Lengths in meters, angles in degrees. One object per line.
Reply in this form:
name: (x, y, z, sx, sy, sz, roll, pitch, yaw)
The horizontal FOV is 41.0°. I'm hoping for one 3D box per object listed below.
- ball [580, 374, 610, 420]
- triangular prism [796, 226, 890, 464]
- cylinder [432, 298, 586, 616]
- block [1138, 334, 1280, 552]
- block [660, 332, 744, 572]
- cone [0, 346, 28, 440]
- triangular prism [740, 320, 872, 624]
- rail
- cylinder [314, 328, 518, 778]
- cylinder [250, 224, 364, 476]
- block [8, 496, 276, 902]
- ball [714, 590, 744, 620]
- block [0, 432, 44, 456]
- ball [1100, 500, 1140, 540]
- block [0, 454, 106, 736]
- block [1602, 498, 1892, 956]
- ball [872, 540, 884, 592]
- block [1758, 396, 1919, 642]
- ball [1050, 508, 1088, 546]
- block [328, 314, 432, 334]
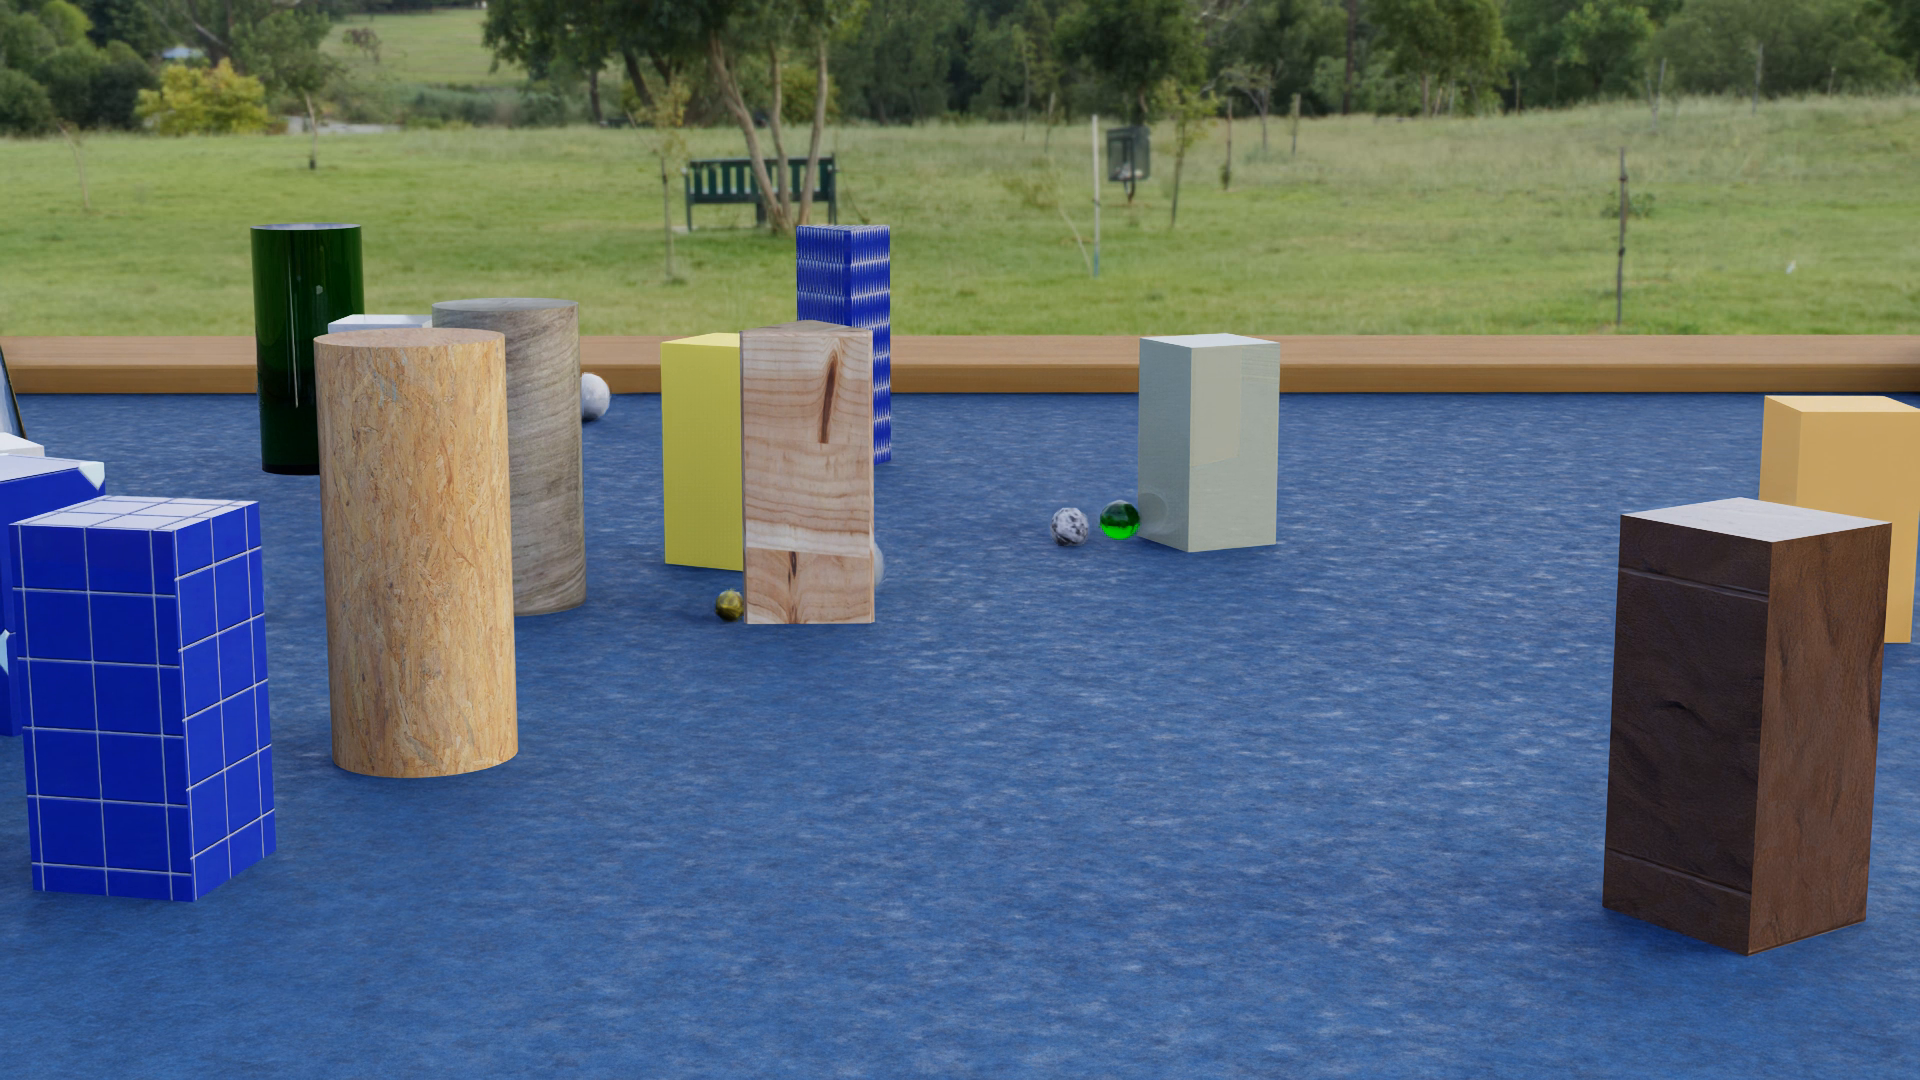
ball: (-0.771, -0.295, 5.302, 0.097, 0.097, 0.097, 0, 11, 0)
triangular prism: (-0.190, -0.356, 4.705, 0.146, 0.435, 0.169, -7, 13, -35)
cylinder: (-0.611, -0.116, 3.484, 0.195, 0.408, 0.195, 0, 11, 0)
block: (0.381, -0.153, 3.950, 0.156, 0.310, 0.156, -5, 12, -25)
block: (-0.331, -0.133, 3.797, 0.156, 0.327, 0.156, 5, 12, 26)
cone: (-1.534, -0.250, 4.004, 0.195, 0.482, 0.195, 0, 11, 0)
triangular prism: (-0.202, -0.094, 3.424, 0.169, 0.386, 0.146, 0, 11, -2)
rail: (-0.013, -0.391, 5.730, 4.413, 0.127, 0.045, 0, 11, 0)
cylinder: (-0.572, 0.009, 2.707, 0.195, 0.447, 0.195, 0, 11, 0)
cylinder: (-1.177, -0.349, 4.657, 0.195, 0.438, 0.195, 0, 11, 0)
block: (-0.735, 0.139, 2.320, 0.156, 0.332, 0.156, 2, 11, 12)
ball: (-0.304, 0.087, 3.394, 0.041, 0.041, 0.041, 0, 11, 0)
block: (-1.272, 0.001, 3.293, 0.156, 0.249, 0.156, -8, 13, -37)
ball: (0.247, -0.031, 3.979, 0.061, 0.061, 0.061, 0, 11, 0)
block: (-1.072, 0.058, 2.890, 0.156, 0.283, 0.156, 5, 12, 27)
block: (0.671, 0.153, 2.196, 0.156, 0.349, 0.156, -7, 13, -34)
ball: (-0.149, 0.036, 3.530, 0.092, 0.092, 0.092, 0, 11, 0)
block: (1.135, -0.029, 3.322, 0.156, 0.297, 0.156, 0, 11, 1)
ball: (0.167, -0.020, 3.924, 0.060, 0.060, 0.060, 0, 11, 0)
block: (-0.960, -0.219, 4.320, 0.156, 0.305, 0.156, 0, 11, 1)
